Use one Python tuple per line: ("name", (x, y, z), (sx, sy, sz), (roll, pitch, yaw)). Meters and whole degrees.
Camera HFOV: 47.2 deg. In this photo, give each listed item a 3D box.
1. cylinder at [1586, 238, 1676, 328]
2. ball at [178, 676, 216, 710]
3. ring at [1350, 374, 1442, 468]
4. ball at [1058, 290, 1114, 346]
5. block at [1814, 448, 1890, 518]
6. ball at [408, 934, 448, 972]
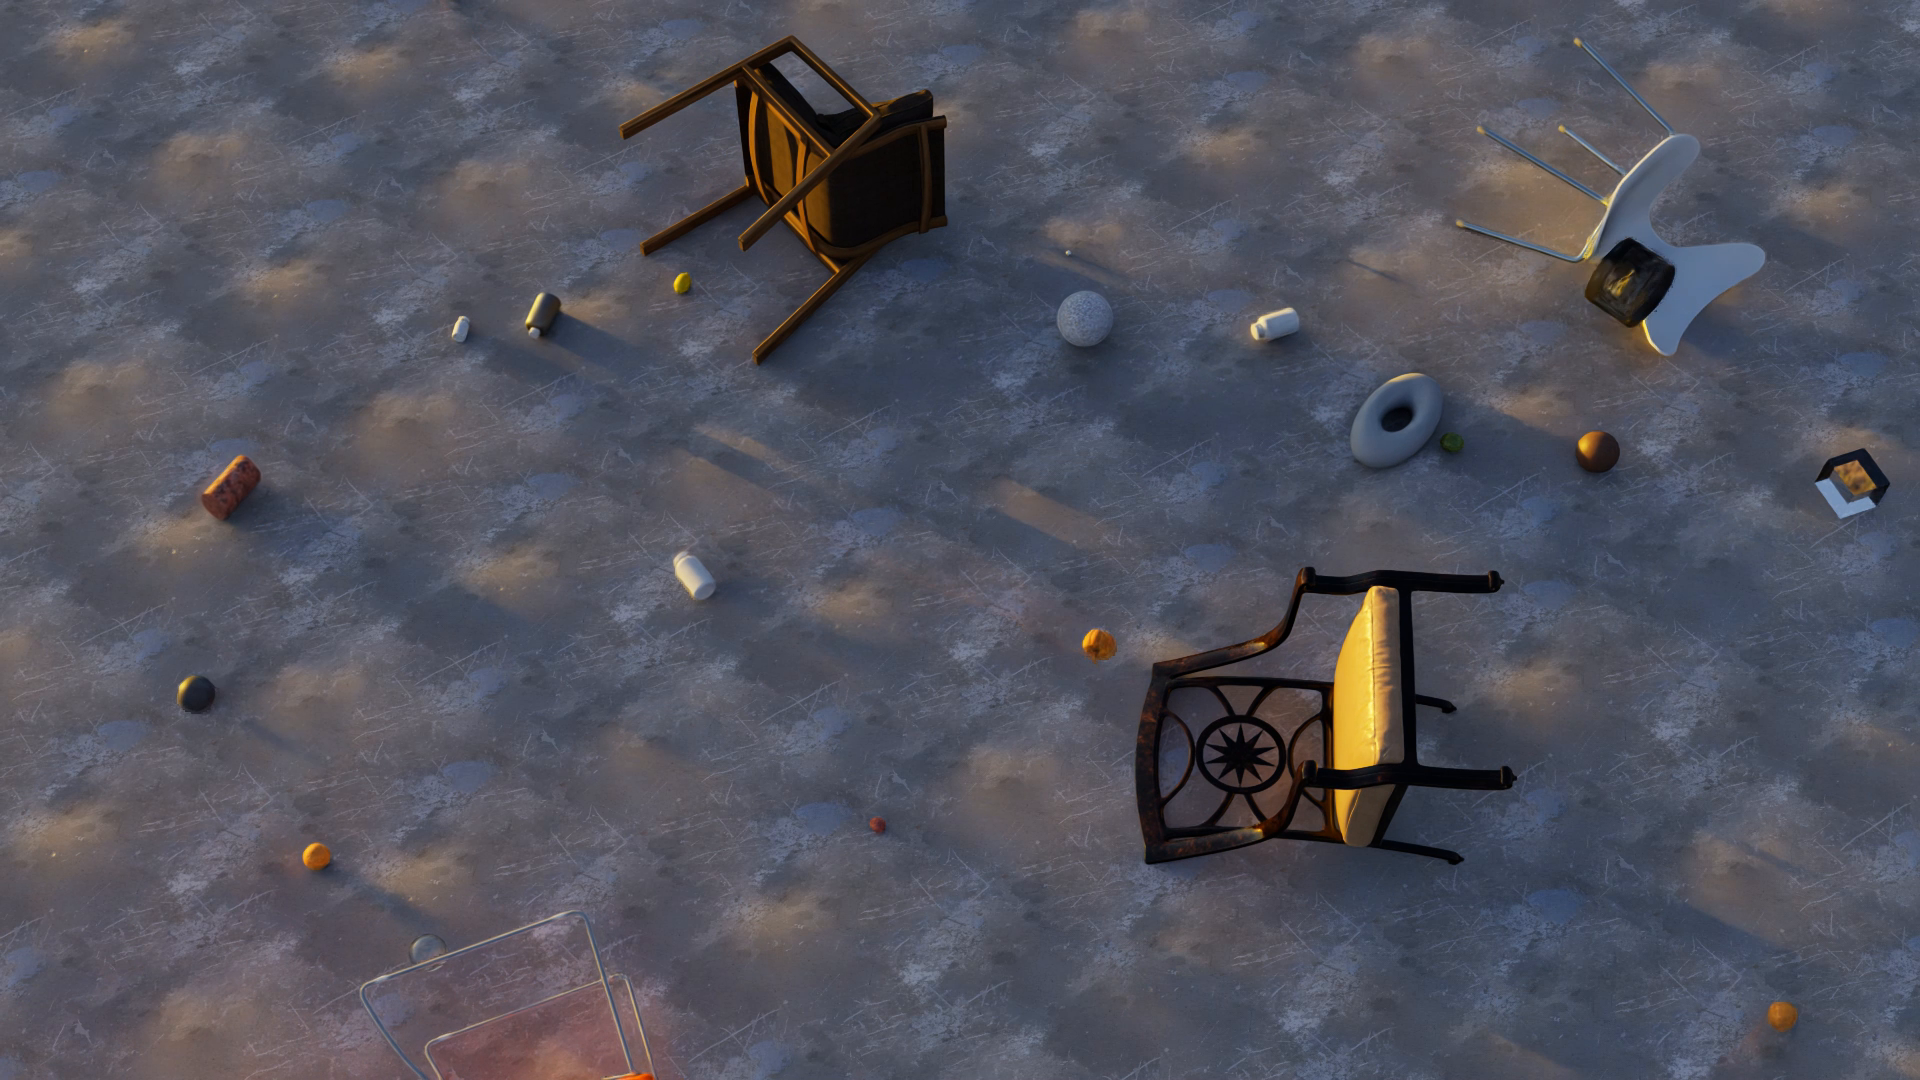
("cylinder", (2.106, -0.808, 6.910), (0.235, 0.220, 0.160), (-47, 62, -3))
("ball", (-2.160, 0.434, 6.223), (0.100, 0.100, 0.100), (0, 56, 0))
("ring", (1.343, -0.368, 6.759), (0.226, 0.105, 0.399), (34, 62, 19))
("ball", (0.395, -0.698, 6.936), (0.177, 0.177, 0.177), (0, 56, 0))
("block", (2.684, -0.171, 6.615), (0.128, 0.122, 0.141), (-17, 58, -11))
("ball", (-1.400, 1.086, 5.785), (0.099, 0.099, 0.099), (0, 56, 0))
